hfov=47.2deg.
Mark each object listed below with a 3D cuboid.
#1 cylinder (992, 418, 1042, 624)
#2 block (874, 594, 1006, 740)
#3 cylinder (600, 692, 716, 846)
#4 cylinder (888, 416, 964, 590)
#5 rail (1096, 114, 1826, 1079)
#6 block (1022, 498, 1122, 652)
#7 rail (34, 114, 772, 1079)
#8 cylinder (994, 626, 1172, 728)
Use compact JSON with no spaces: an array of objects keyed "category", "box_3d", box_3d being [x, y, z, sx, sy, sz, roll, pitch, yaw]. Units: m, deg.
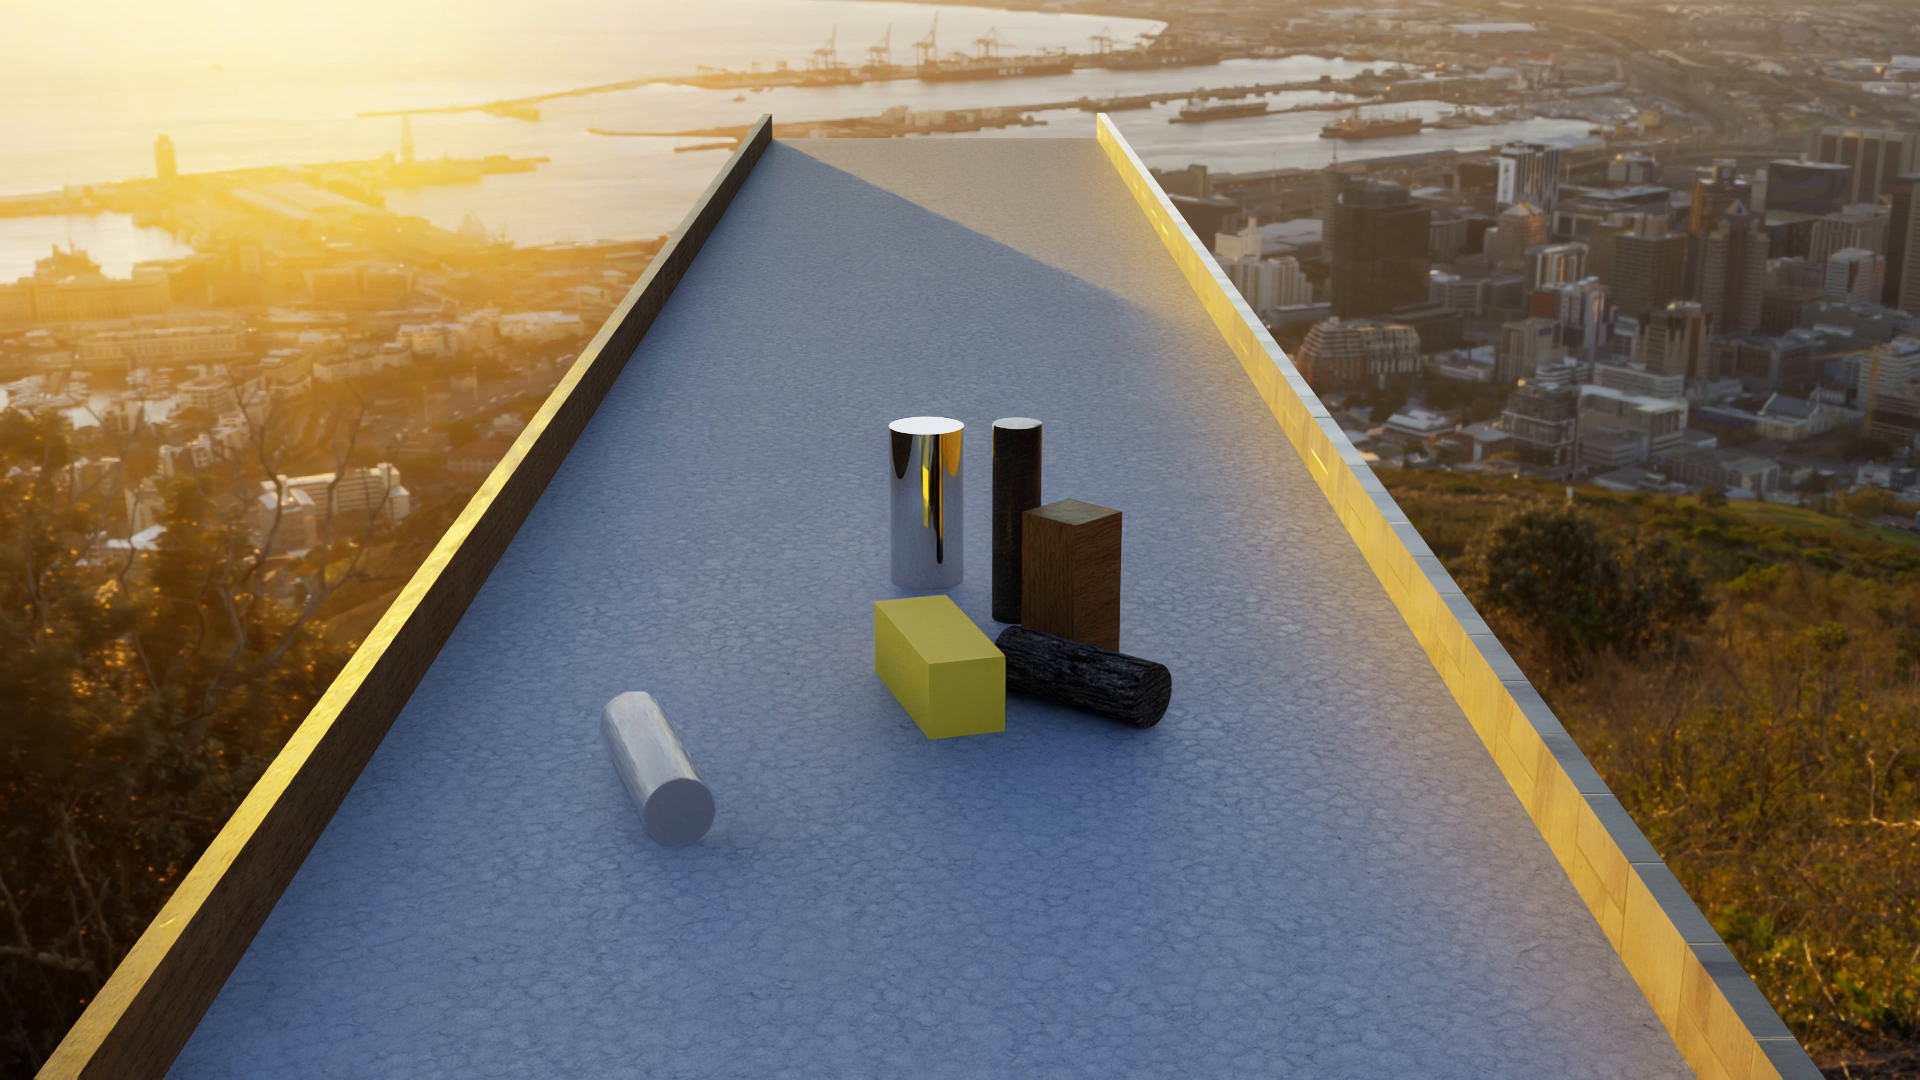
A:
[{"category":"cylinder","box_3d":[0.119,-0.040,4.619,0.103,0.423,0.103,0,17,0]},{"category":"block","box_3d":[-0.042,0.236,4.177,0.146,0.146,0.379,-5,17,-16]},{"category":"cylinder","box_3d":[-0.518,0.382,3.735,0.118,0.118,0.420,-5,17,-18]},{"category":"cylinder","box_3d":[-0.074,-0.082,4.880,0.165,0.354,0.165,0,17,0]},{"category":"rail","box_3d":[0.932,-0.844,7.801,0.050,0.150,12.000,0,17,-1]},{"category":"block","box_3d":[0.221,0.093,4.369,0.139,0.311,0.139,15,23,42]},{"category":"rail","box_3d":[-1.118,-0.838,7.780,0.050,0.150,12.000,0,17,-1]},{"category":"cylinder","box_3d":[0.226,0.256,4.154,0.339,0.122,0.122,14,21,38]}]
